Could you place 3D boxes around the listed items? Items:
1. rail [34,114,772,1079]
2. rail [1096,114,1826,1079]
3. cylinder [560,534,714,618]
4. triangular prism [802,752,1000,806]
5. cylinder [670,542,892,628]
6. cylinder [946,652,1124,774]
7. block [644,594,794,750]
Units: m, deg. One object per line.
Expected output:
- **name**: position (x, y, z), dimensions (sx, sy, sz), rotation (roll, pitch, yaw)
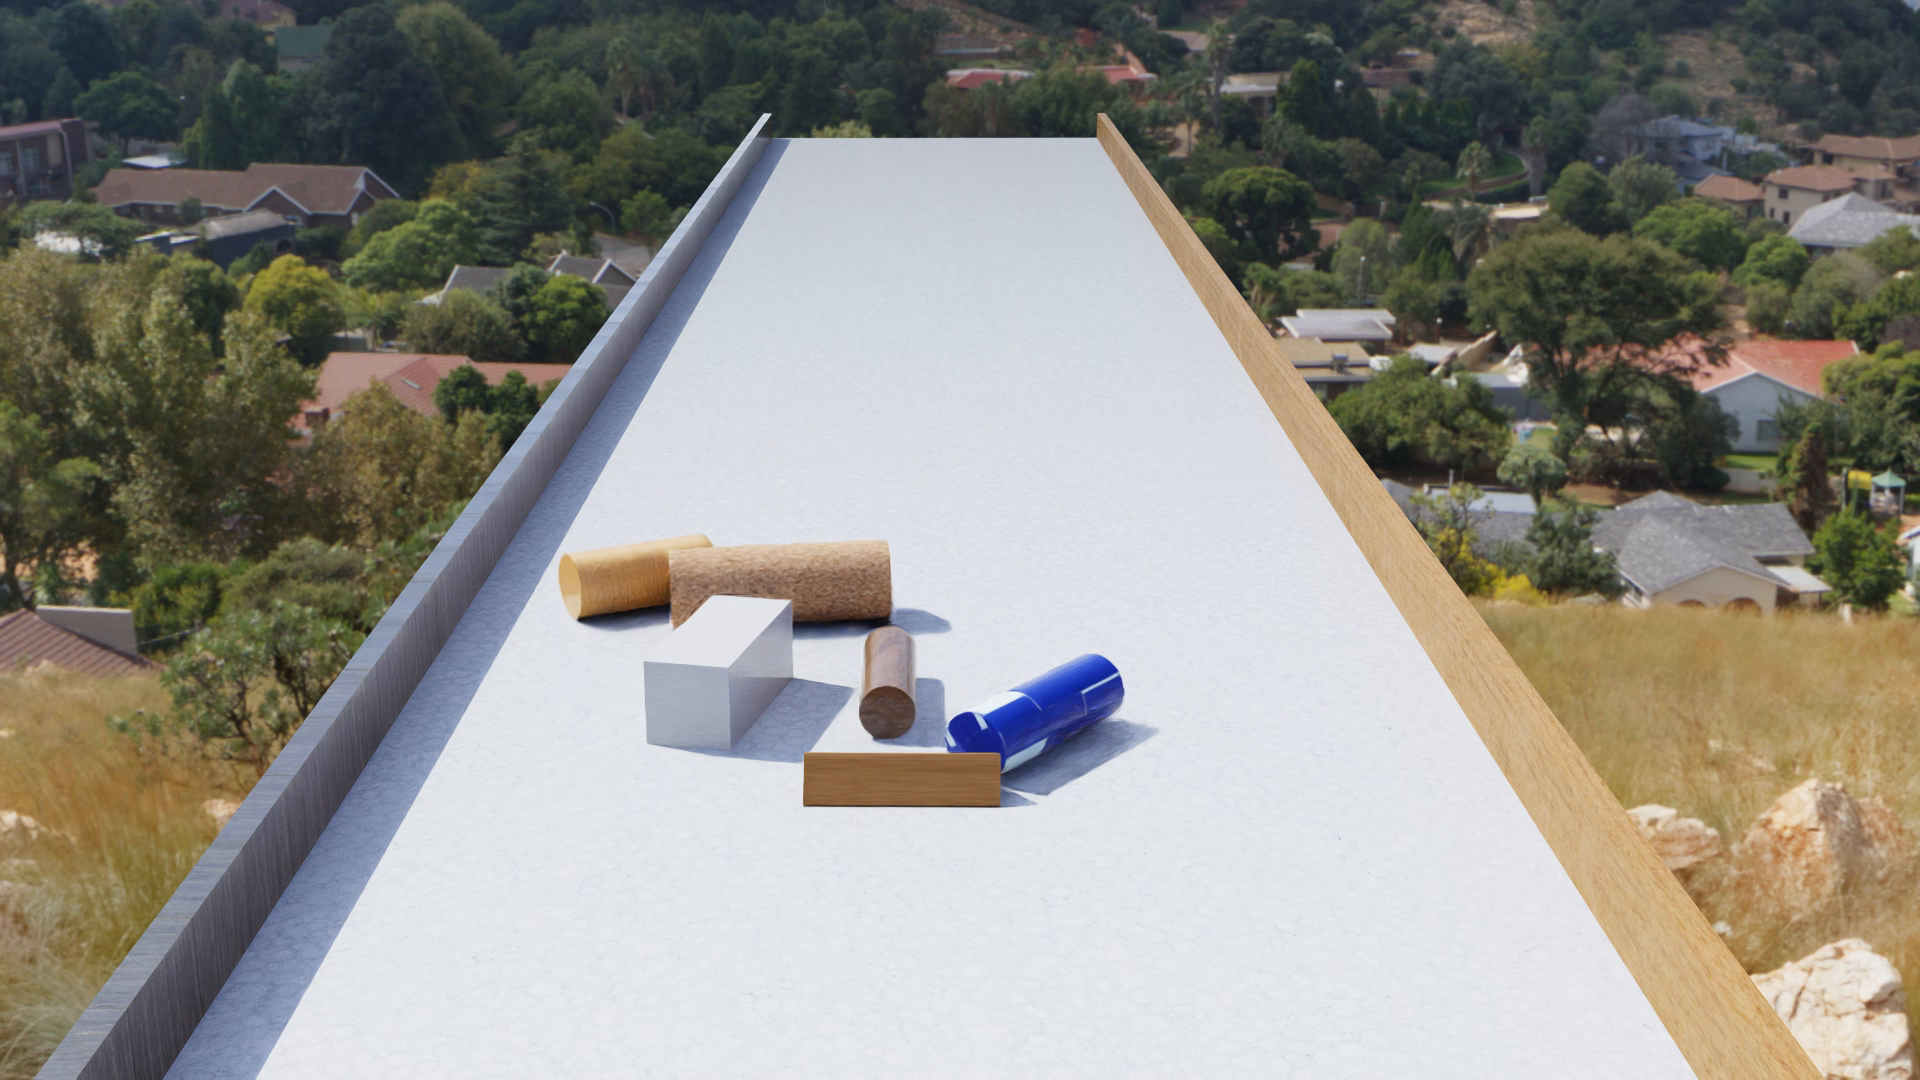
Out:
- **rail**: position (-1.118, -0.838, 7.780), dimensions (0.050, 0.150, 12.000), rotation (0, 17, -1)
- **rail**: position (0.932, -0.844, 7.801), dimensions (0.050, 0.150, 12.000), rotation (0, 17, -1)
- **cylinder**: position (-0.689, 0.077, 4.723), dimensions (0.310, 0.139, 0.139), rotation (-9, 19, -28)
- **triangular prism**: position (-0.098, 0.398, 3.742), dimensions (0.333, 0.078, 0.090), rotation (0, 17, 1)
- **cylinder**: position (-0.379, 0.093, 4.629), dimensions (0.457, 0.164, 0.164), rotation (-2, 17, -8)
- **cylinder**: position (0.139, 0.314, 3.948), dimensions (0.126, 0.126, 0.381), rotation (12, 20, 35)
- **block**: position (-0.447, 0.243, 4.129), dimensions (0.159, 0.159, 0.393), rotation (4, 17, 12)
